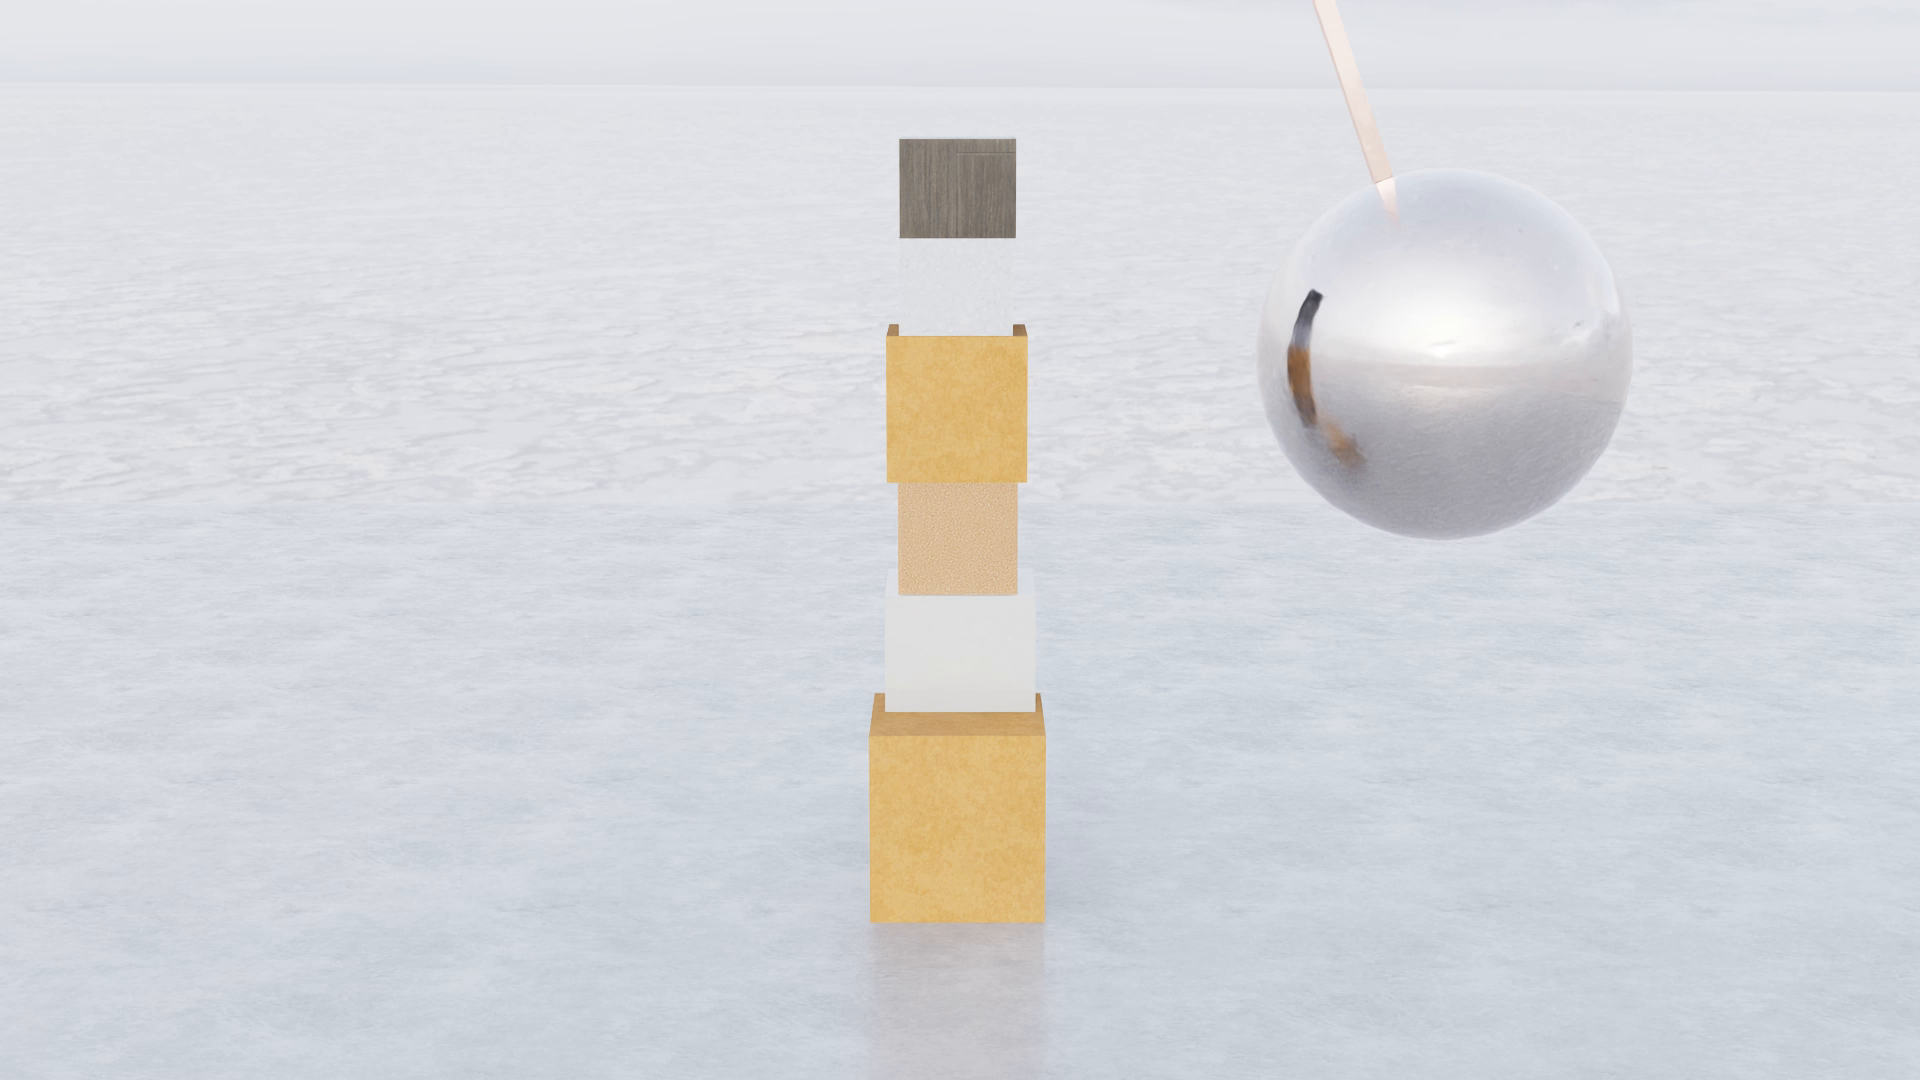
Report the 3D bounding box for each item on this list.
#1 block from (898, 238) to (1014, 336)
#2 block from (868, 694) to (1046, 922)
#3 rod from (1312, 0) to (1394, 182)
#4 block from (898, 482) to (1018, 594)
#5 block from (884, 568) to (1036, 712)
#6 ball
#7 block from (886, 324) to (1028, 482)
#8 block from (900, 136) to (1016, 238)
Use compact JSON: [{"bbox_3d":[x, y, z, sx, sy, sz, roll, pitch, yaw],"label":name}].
[{"bbox_3d":[-0.017,-1.101,10.980,0.479,0.406,0.479,0,10,0],"label":"block"},{"bbox_3d":[-0.010,1.140,11.042,0.732,0.807,0.744,0,10,0],"label":"block"},{"bbox_3d":[0.899,-3.936,10.465,0.080,5.200,0.080,-20,10,4],"label":"rod"},{"bbox_3d":[-0.009,-0.053,11.171,0.509,0.482,0.525,0,10,0],"label":"block"},{"bbox_3d":[0.001,0.433,11.259,0.644,0.506,0.618,0,10,0],"label":"block"},{"bbox_3d":[2.074,-0.797,11.035,1.600,1.600,1.600,0,10,0],"label":"ball"},{"bbox_3d":[-0.013,-0.596,11.072,0.595,0.621,0.535,0,10,0],"label":"block"},{"bbox_3d":[-0.009,-1.503,10.907,0.487,0.411,0.432,0,10,0],"label":"block"}]
